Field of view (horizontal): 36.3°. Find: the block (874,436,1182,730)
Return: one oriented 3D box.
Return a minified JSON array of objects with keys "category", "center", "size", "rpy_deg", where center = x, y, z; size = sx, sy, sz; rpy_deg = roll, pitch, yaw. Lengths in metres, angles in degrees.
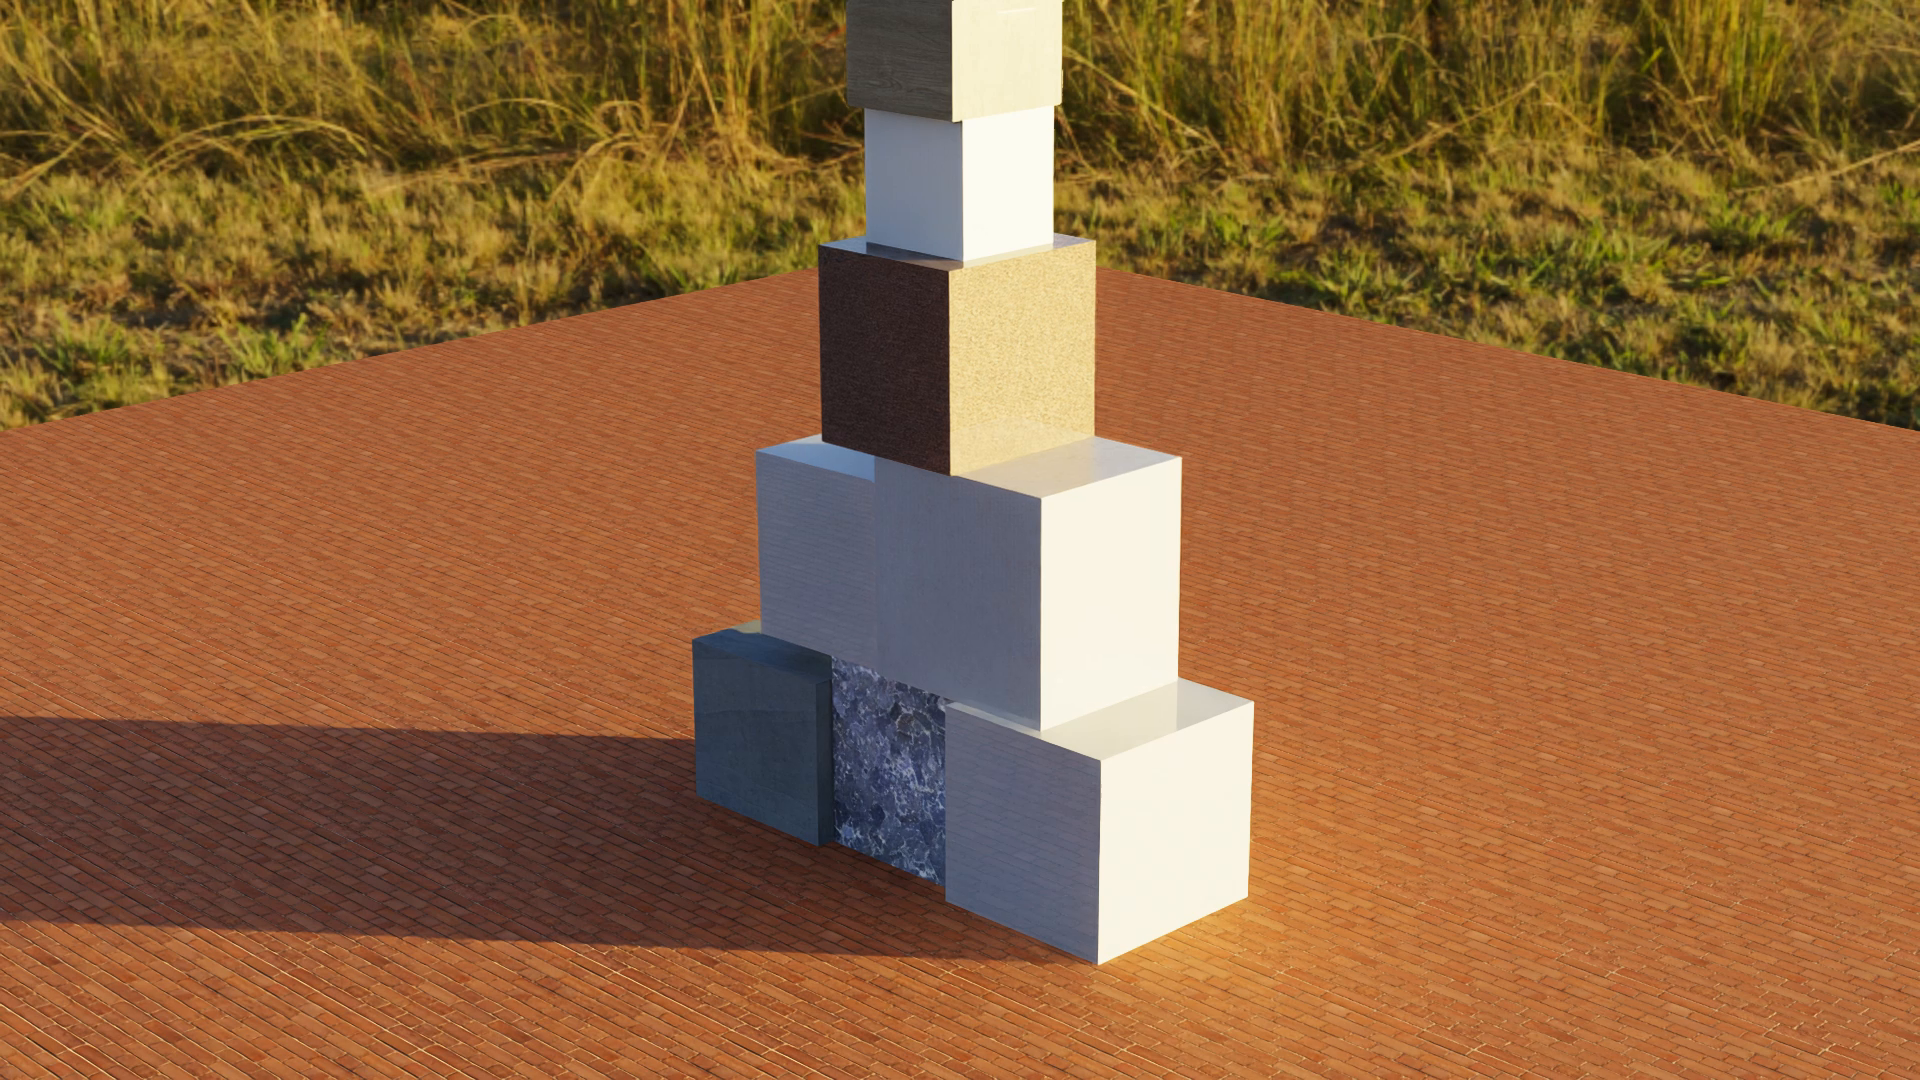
[{"category":"block","center":[0.299,0.123,13.087],"size":[0.893,1.040,1.022],"rpy_deg":[-17,24,-42]}]

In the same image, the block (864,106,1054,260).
[{"category":"block","center":[-0.004,-1.607,12.857],"size":[0.556,0.610,0.609],"rpy_deg":[-17,24,-42]}]

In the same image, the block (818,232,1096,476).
[{"category":"block","center":[-0.010,-0.884,13.070],"size":[0.913,0.898,0.821],"rpy_deg":[-17,24,-42]}]

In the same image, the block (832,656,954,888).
[{"category":"block","center":[-0.003,0.978,13.679],"size":[0.830,0.932,0.838],"rpy_deg":[-17,24,-42]}]

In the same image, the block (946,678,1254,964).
[{"category":"block","center":[0.616,1.168,13.063],"size":[0.998,0.938,0.929],"rpy_deg":[-17,24,-42]}]

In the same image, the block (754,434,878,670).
[{"category":"block","center":[-0.380,0.008,13.725],"size":[0.782,0.893,0.816],"rpy_deg":[-17,23,-42]}]

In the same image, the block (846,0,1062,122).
[{"category":"block","center":[-0.027,-2.258,12.637],"size":[0.664,0.765,0.650],"rpy_deg":[-17,24,-42]}]

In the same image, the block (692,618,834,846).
[{"category":"block","center":[-0.636,0.856,14.269],"size":[0.967,0.811,0.884],"rpy_deg":[-17,24,-42]}]
